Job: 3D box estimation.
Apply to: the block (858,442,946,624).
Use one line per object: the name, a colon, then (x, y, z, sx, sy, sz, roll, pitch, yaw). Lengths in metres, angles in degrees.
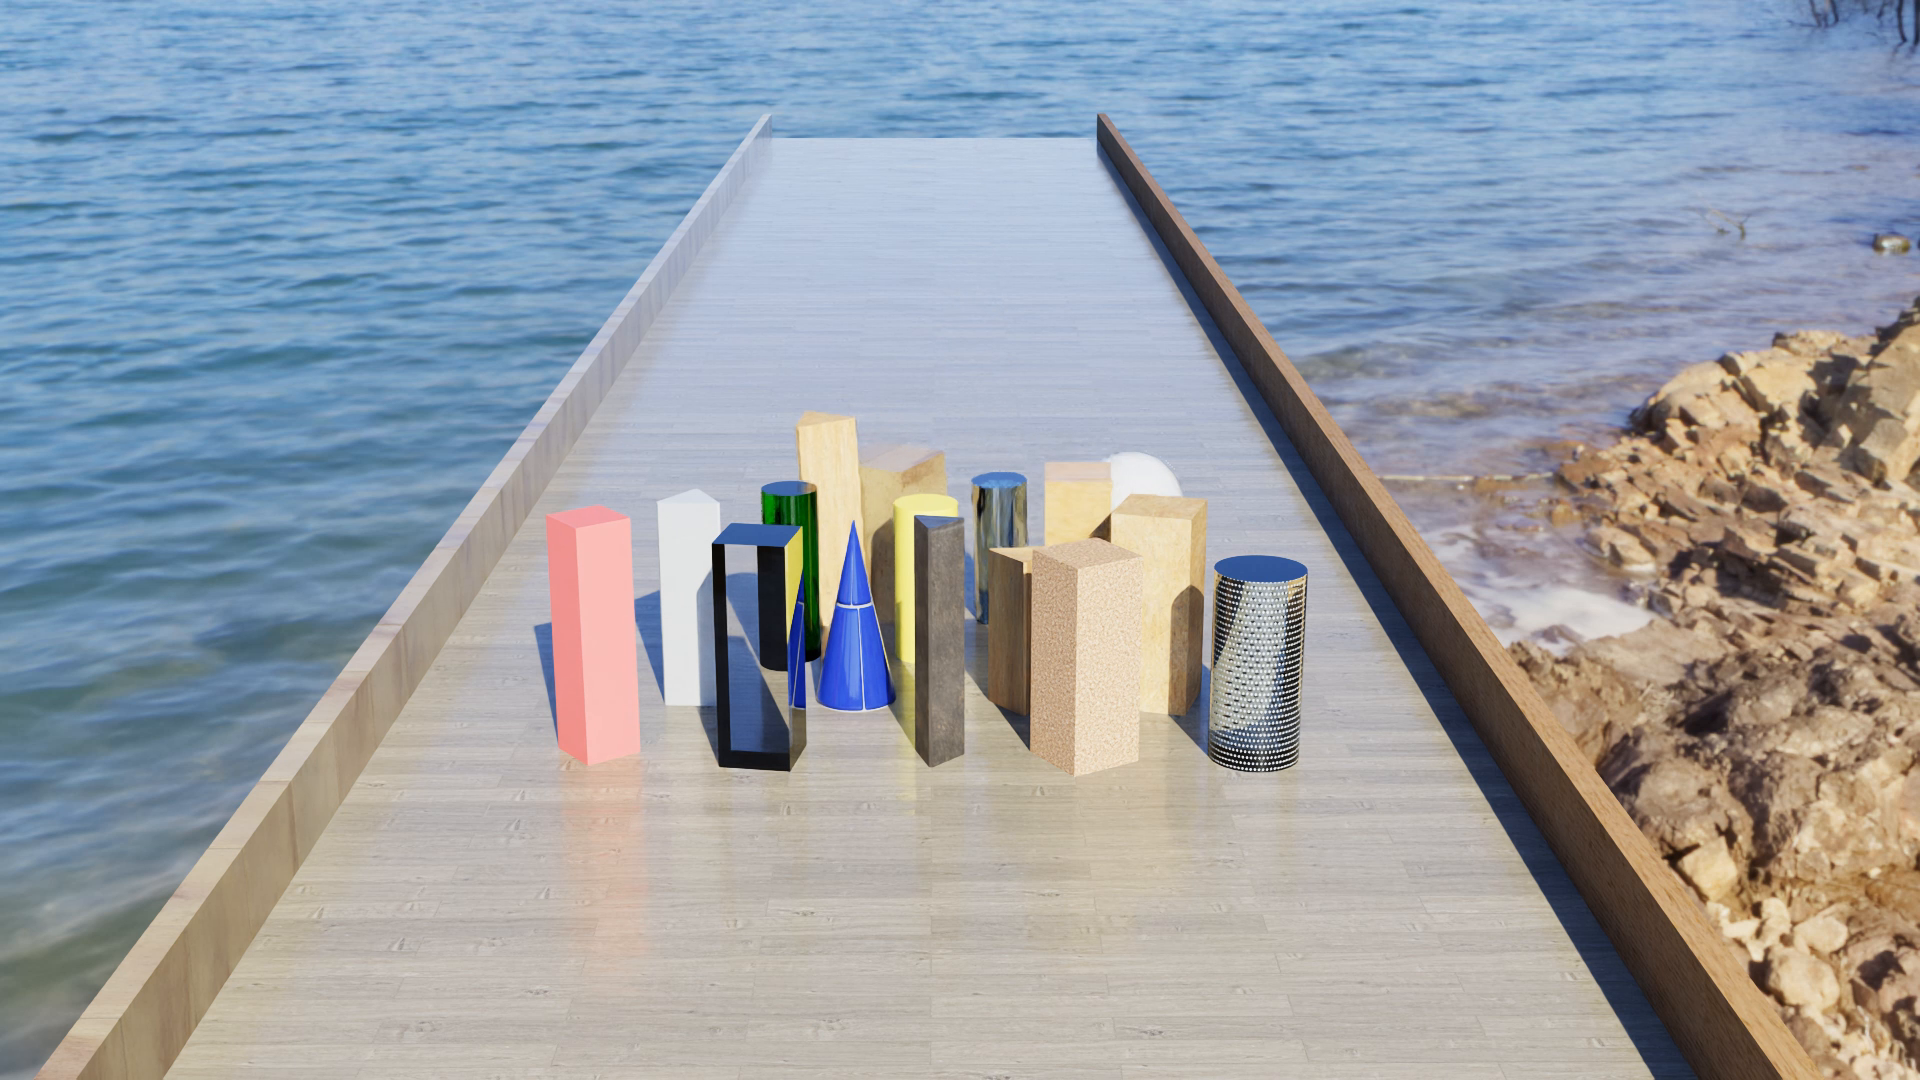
block: (-0.143, -0.016, 4.675, 0.169, 0.337, 0.169, 10, 22, 31)

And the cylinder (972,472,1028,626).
cylinder: (0.086, 0.019, 4.618, 0.116, 0.304, 0.116, -2, 19, 1)

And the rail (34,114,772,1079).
rail: (-1.118, -0.838, 7.780, 0.050, 0.150, 12.000, 0, 17, -1)

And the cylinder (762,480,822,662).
cylinder: (-0.337, 0.065, 4.398, 0.112, 0.348, 0.112, 0, 17, 0)

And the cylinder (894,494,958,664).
cylinder: (-0.068, 0.078, 4.409, 0.128, 0.317, 0.128, 0, 17, 0)

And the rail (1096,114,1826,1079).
rail: (0.932, -0.844, 7.801, 0.050, 0.150, 12.000, 0, 17, -1)

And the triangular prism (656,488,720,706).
triangular prism: (-0.500, 0.108, 4.165, 0.115, 0.398, 0.100, 1, 17, 3)

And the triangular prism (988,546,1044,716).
triangular prism: (0.125, 0.165, 4.144, 0.094, 0.301, 0.108, -12, 20, -35)

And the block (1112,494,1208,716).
block: (0.373, 0.120, 4.153, 0.149, 0.382, 0.149, 5, 17, 17)

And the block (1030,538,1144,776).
block: (0.221, 0.204, 3.874, 0.138, 0.380, 0.138, -10, 19, -31)

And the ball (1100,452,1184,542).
ball: (0.350, -0.075, 4.495, 0.213, 0.213, 0.213, 0, 17, 0)

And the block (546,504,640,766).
block: (-0.649, 0.168, 3.895, 0.107, 0.437, 0.107, -13, 21, -37)

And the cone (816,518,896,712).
cone: (-0.199, 0.129, 4.159, 0.154, 0.361, 0.154, 0, 17, 0)

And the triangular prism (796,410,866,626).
triangular prism: (-0.285, -0.048, 4.612, 0.130, 0.436, 0.112, -10, 19, -21)

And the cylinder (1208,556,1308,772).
cylinder: (0.525, 0.217, 3.883, 0.162, 0.349, 0.162, 0, 17, 0)

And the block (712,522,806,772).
block: (-0.351, 0.188, 3.871, 0.129, 0.412, 0.129, 3, 17, 9)

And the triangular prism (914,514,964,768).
triangular prism: (-0.051, 0.174, 3.871, 0.078, 0.439, 0.090, 14, 22, 40)

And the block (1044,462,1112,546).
block: (0.232, 0.050, 4.369, 0.129, 0.388, 0.129, 1, 19, 2)
